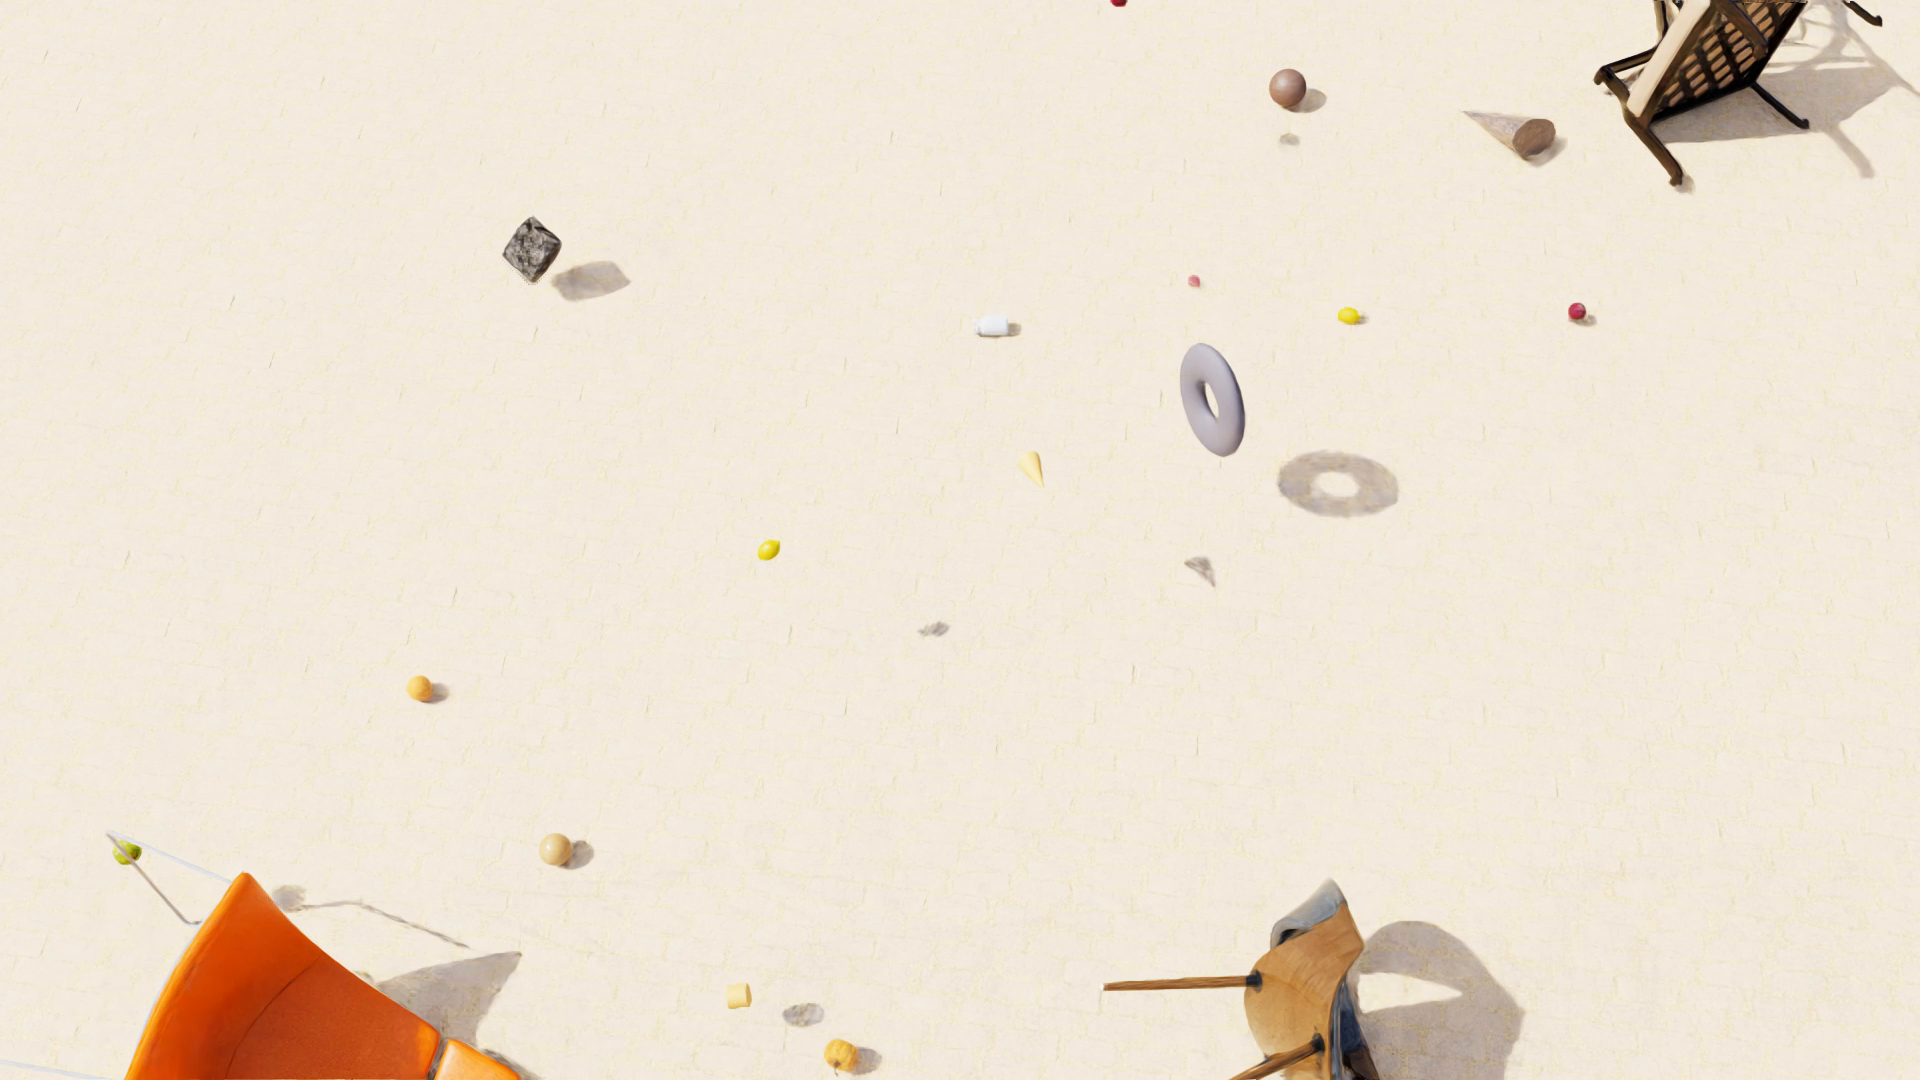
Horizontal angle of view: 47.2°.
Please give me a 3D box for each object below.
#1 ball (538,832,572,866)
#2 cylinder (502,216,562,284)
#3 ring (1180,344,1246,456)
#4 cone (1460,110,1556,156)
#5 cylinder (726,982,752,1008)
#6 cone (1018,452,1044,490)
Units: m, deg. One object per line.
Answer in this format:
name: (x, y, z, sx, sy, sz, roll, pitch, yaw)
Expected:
ball: (-1.096, 0.838, 5.958, 0.090, 0.090, 0.090, 0, 56, 0)
cylinder: (-1.358, -0.923, 6.983, 0.130, 0.076, 0.170, 43, 108, 9)
ring: (0.718, -0.397, 6.263, 0.062, 0.379, 0.283, -26, 49, -19)
cone: (1.821, -1.417, 7.473, 0.264, 0.130, 0.311, -11, 32, -44)
cylinder: (-0.563, 1.158, 5.589, 0.050, 0.074, 0.060, -8, 80, 4)
cone: (0.209, -0.175, 5.992, 0.065, 0.067, 0.134, -1, 40, -21)
